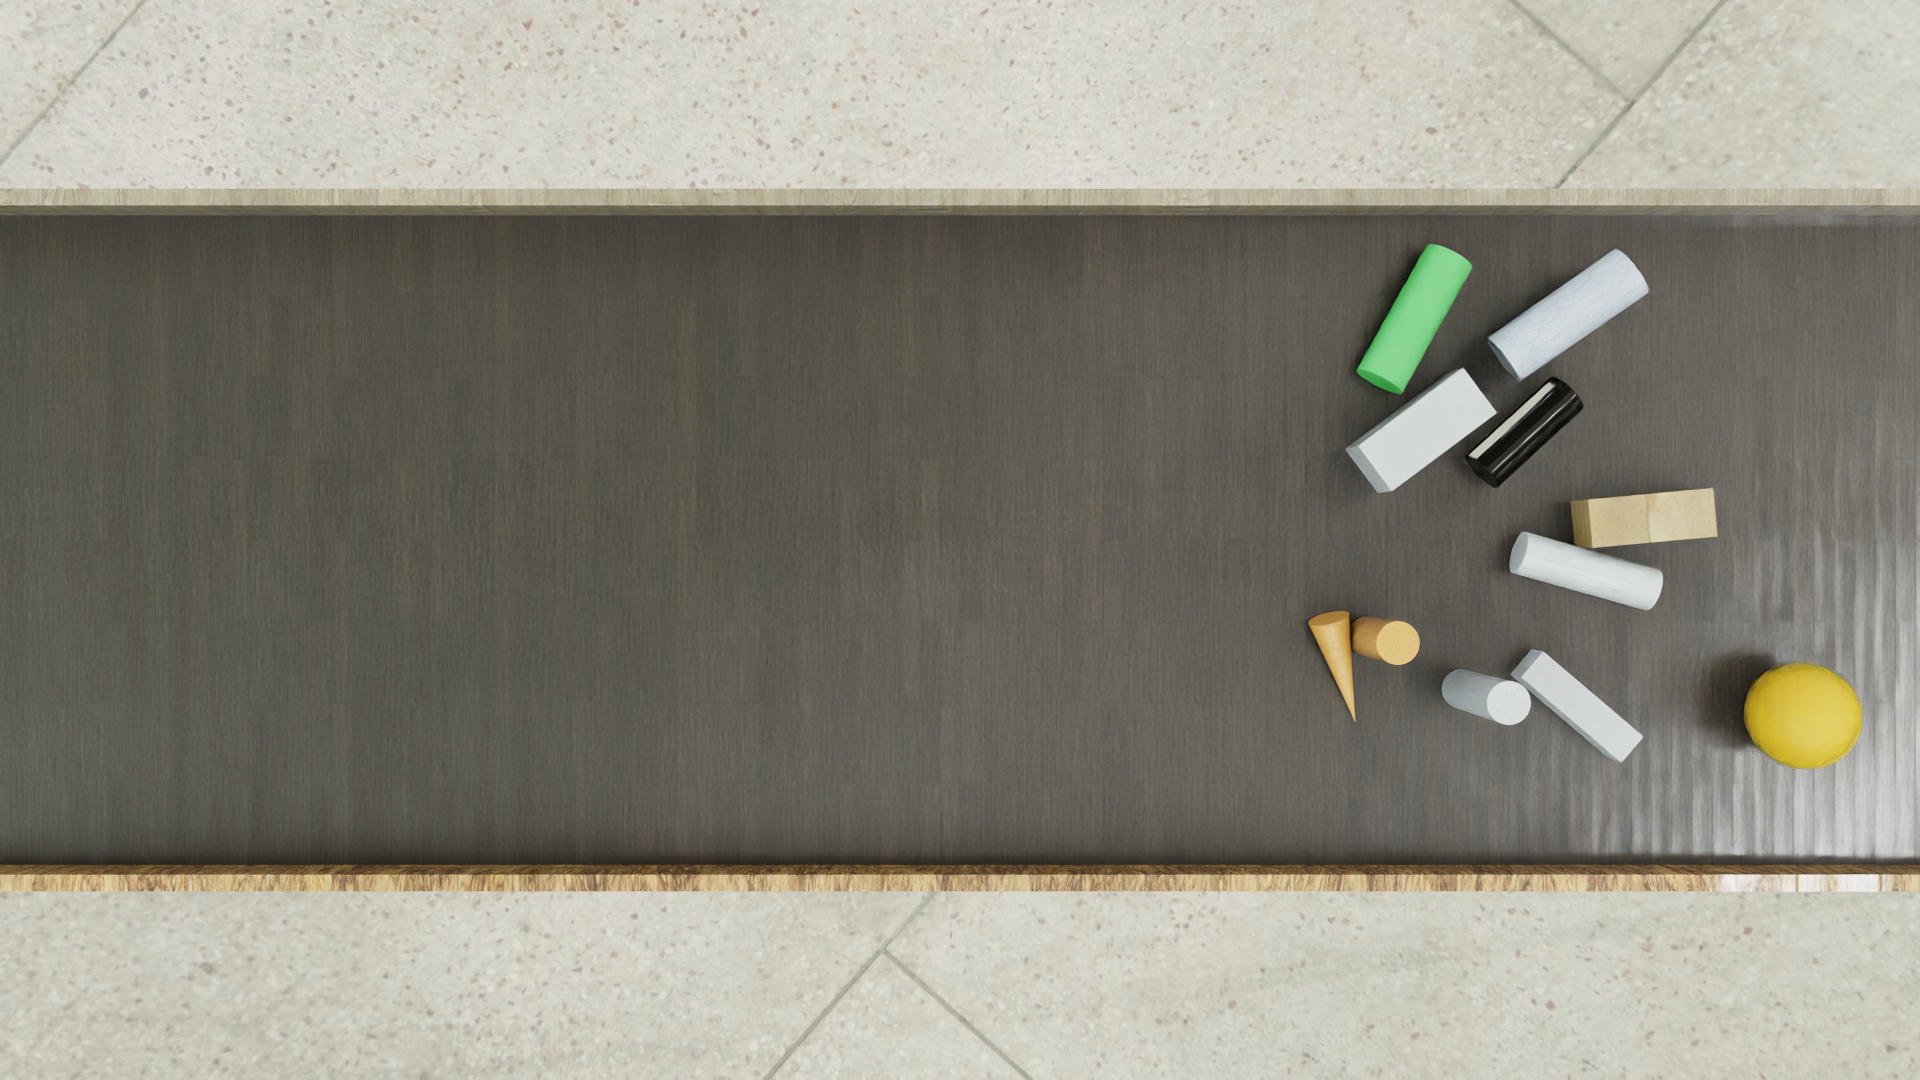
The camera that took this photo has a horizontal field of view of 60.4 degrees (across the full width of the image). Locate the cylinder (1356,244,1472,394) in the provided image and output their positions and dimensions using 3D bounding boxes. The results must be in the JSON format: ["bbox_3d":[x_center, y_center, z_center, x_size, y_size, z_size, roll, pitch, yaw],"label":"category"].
[{"bbox_3d":[1.377,-0.669,5.000,0.153,0.153,0.432,29,90,0],"label":"cylinder"}]

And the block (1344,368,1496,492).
[{"bbox_3d":[1.391,-0.329,4.992,0.390,0.169,0.169,-37,90,0],"label":"block"}]

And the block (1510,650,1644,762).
[{"bbox_3d":[1.877,0.504,5.025,0.397,0.103,0.103,40,90,0],"label":"block"}]

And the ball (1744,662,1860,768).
[{"bbox_3d":[2.510,0.520,4.921,0.312,0.312,0.312,0,90,0],"label":"ball"}]

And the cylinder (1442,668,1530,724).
[{"bbox_3d":[1.544,0.458,4.858,0.124,0.437,0.124,0,90,0],"label":"cylinder"}]

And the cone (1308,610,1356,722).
[{"bbox_3d":[1.169,0.400,5.046,0.125,0.125,0.344,-16,100,0],"label":"cone"}]

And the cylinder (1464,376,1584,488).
[{"bbox_3d":[1.712,-0.327,5.008,0.350,0.137,0.137,-43,90,0],"label":"cylinder"}]

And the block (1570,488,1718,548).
[{"bbox_3d":[2.072,-0.066,5.004,0.374,0.145,0.145,-5,90,0],"label":"block"}]

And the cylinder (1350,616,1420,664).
[{"bbox_3d":[1.257,0.297,4.912,0.126,0.326,0.126,0,90,-1],"label":"cylinder"}]

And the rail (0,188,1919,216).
[{"bbox_3d":[-2.247,-1.025,5.002,12.000,0.150,0.050,0,90,0],"label":"rail"}]

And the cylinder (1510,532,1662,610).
[{"bbox_3d":[1.900,0.094,5.011,0.421,0.132,0.132,16,90,0],"label":"cylinder"}]

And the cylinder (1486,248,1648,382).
[{"bbox_3d":[1.823,-0.673,4.955,0.444,0.165,0.165,-36,90,11],"label":"cylinder"}]

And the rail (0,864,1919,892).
[{"bbox_3d":[-2.247,1.025,5.001,12.000,0.150,0.050,0,90,0],"label":"rail"}]
